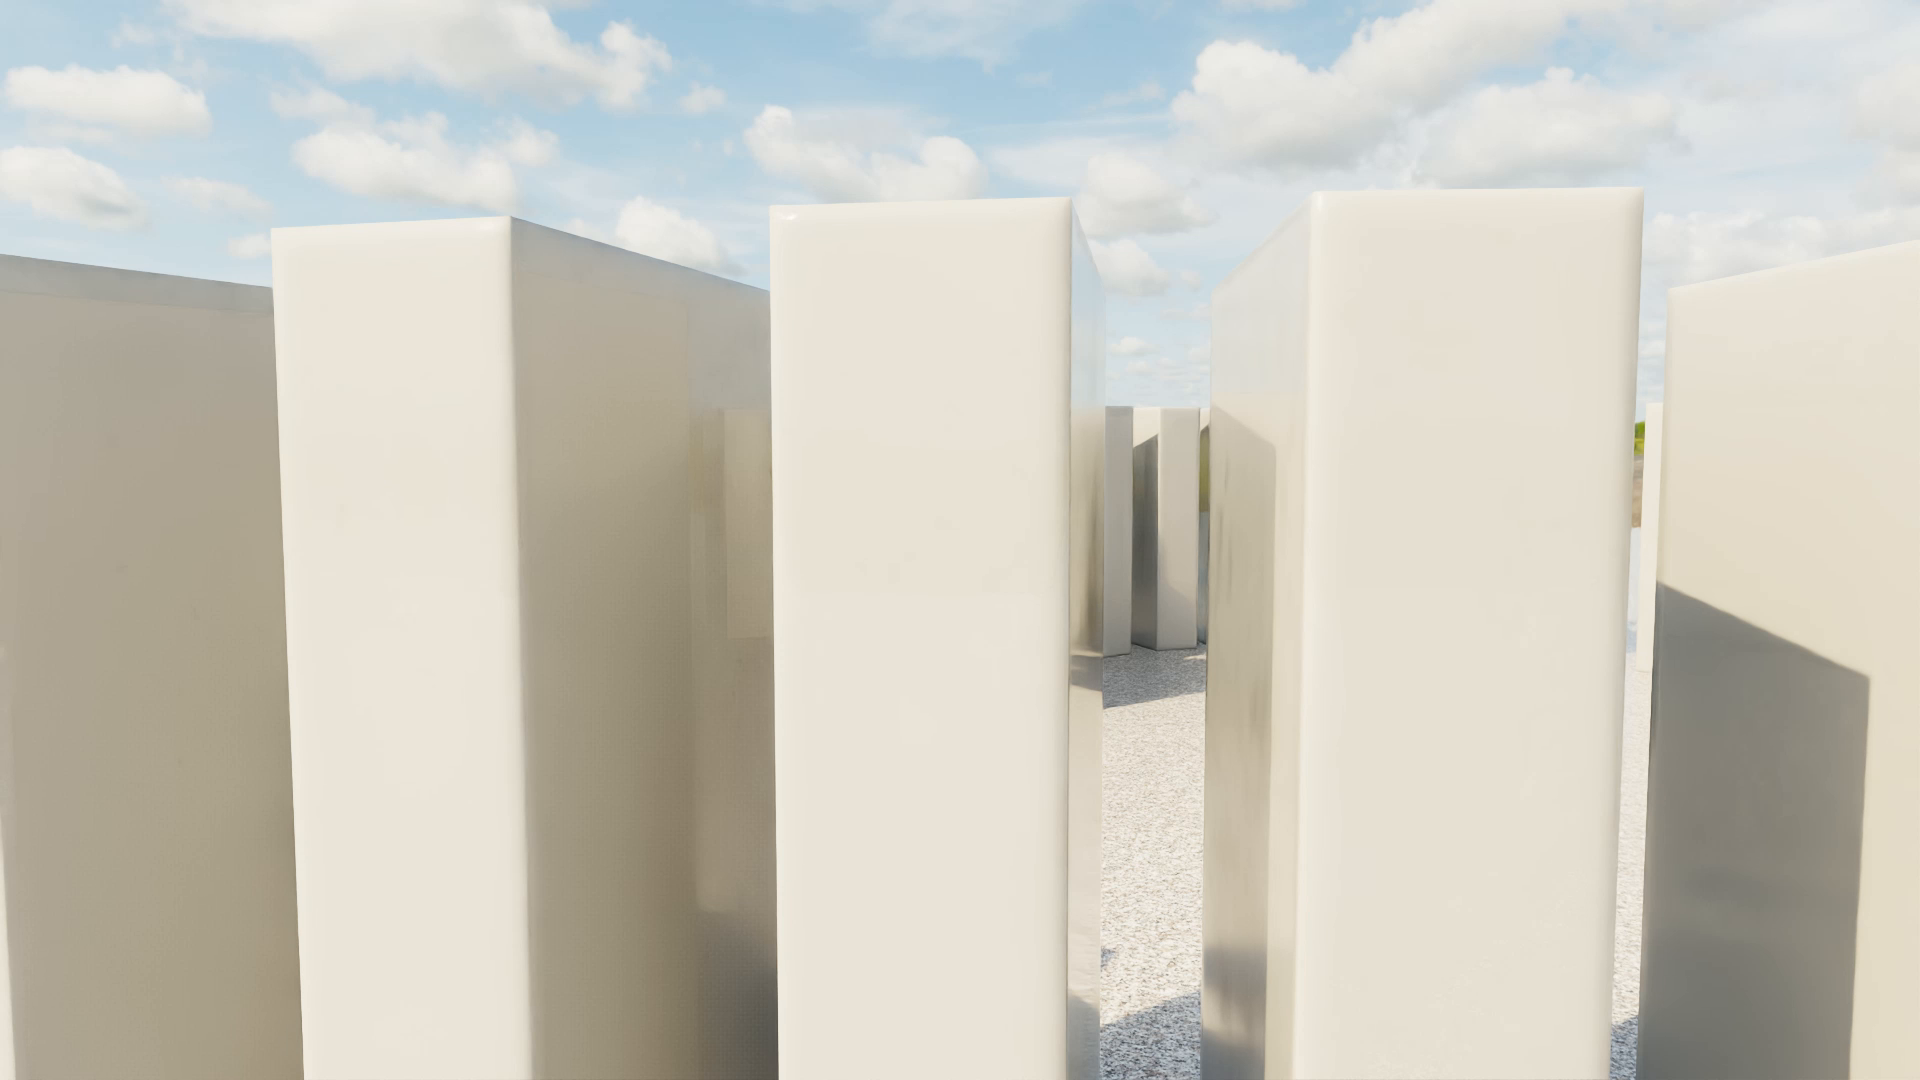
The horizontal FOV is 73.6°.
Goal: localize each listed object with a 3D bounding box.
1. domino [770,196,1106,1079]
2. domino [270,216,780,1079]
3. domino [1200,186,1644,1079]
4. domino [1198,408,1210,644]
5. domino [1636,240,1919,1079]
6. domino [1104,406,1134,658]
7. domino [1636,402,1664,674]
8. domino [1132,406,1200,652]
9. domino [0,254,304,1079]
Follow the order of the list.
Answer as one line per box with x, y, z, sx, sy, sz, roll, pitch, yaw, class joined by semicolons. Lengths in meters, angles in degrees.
0.001;0.014;0.054;0.009;0.050;0.025;1;4;9;domino
-0.016;0.013;0.057;0.010;0.050;0.025;1;4;15;domino
0.016;0.014;0.052;0.009;0.050;0.025;0;4;4;domino
0.056;-0.003;0.278;0.010;0.050;0.025;0;4;-6;domino
0.040;0.014;0.052;0.009;0.050;0.025;0;4;-3;domino
0.023;-0.002;0.265;0.010;0.050;0.025;-3;5;-38;domino
0.139;-0.001;0.242;0.025;0.050;0.009;-3;5;-38;domino
0.040;-0.003;0.275;0.009;0.050;0.025;-2;5;-21;domino
-0.038;0.013;0.065;0.009;0.050;0.025;2;5;24;domino
